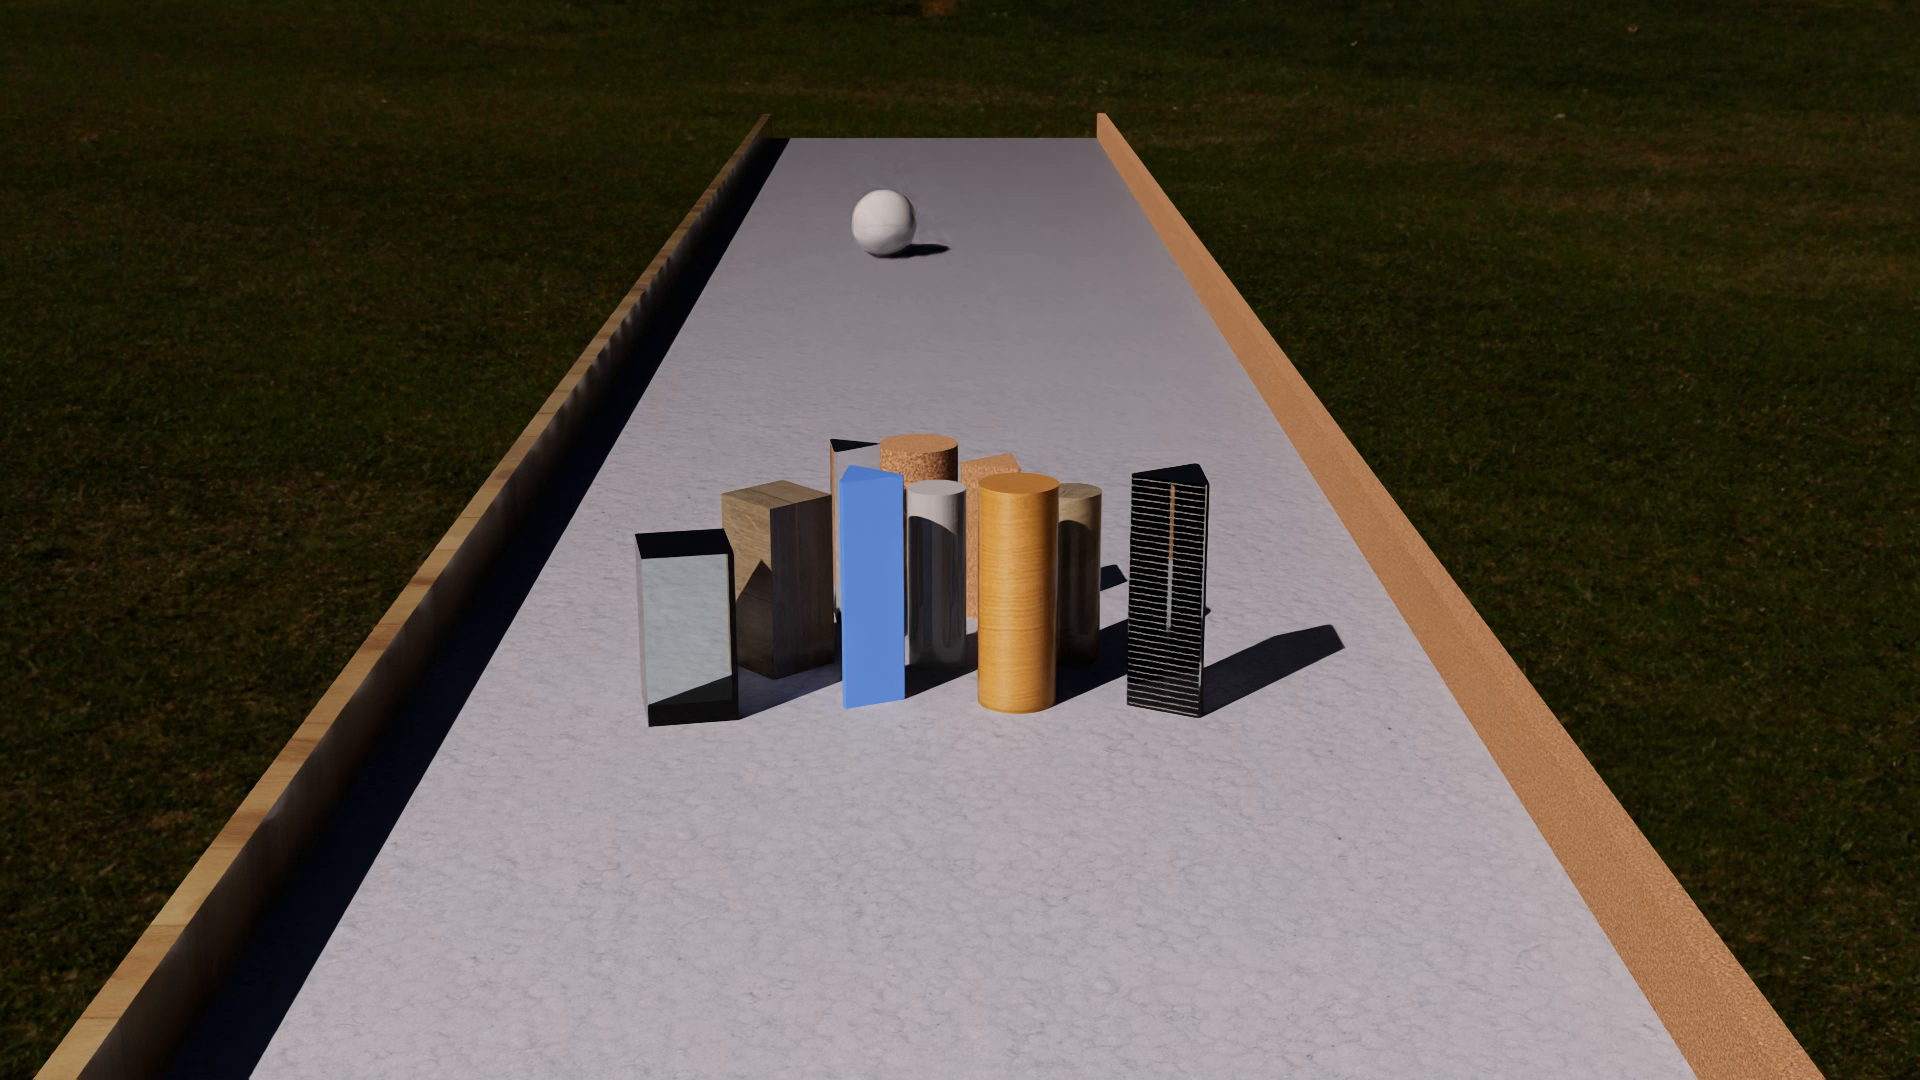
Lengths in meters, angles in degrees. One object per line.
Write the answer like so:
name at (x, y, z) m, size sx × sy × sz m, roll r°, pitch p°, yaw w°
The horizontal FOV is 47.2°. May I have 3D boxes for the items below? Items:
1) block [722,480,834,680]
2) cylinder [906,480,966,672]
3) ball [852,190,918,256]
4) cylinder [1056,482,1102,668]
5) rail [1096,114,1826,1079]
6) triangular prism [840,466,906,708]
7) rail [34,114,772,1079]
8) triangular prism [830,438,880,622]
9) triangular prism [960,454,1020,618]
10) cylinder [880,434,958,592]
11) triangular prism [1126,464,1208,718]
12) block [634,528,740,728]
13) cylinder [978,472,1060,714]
block at (-0.360, 0.077, 4.358) m, size 0.154 × 0.348 × 0.154 m, roll -15°, pitch 22°, yaw -41°
cylinder at (-0.046, 0.070, 4.359) m, size 0.118 × 0.361 × 0.118 m, roll 0°, pitch 17°, yaw 0°
ball at (-0.318, -1.330, 9.213) m, size 0.277 × 0.277 × 0.277 m, roll 0°, pitch 17°, yaw 0°
cylinder at (0.222, 0.070, 4.381) m, size 0.116 × 0.348 × 0.116 m, roll 0°, pitch 17°, yaw 0°
rail at (0.932, -0.844, 7.801) m, size 0.050 × 0.150 × 12.000 m, roll 0°, pitch 17°, yaw -1°
triangular prism at (-0.184, 0.085, 4.165) m, size 0.125 × 0.443 × 0.108 m, roll -7°, pitch 18°, yaw -24°
rail at (-1.118, -0.838, 7.780) m, size 0.050 × 0.150 × 12.000 m, roll 0°, pitch 17°, yaw -1°
triangular prism at (-0.242, -0.024, 4.655) m, size 0.114 × 0.372 × 0.099 m, roll -13°, pitch 21°, yaw -36°
triangular prism at (0.084, -0.007, 4.660) m, size 0.132 × 0.337 × 0.114 m, roll 7°, pitch 18°, yaw 22°
cylinder at (-0.091, -0.061, 4.879) m, size 0.173 × 0.316 × 0.173 m, roll 0°, pitch 17°, yaw 0°
triangular prism at (0.414, 0.089, 4.134) m, size 0.151 × 0.452 × 0.131 m, roll 9°, pitch 19°, yaw 27°
block at (-0.511, 0.162, 4.113) m, size 0.168 × 0.325 × 0.168 m, roll -4°, pitch 17°, yaw -12°
cylinder at (0.109, 0.100, 4.139) m, size 0.151 × 0.429 × 0.151 m, roll 0°, pitch 17°, yaw 0°
